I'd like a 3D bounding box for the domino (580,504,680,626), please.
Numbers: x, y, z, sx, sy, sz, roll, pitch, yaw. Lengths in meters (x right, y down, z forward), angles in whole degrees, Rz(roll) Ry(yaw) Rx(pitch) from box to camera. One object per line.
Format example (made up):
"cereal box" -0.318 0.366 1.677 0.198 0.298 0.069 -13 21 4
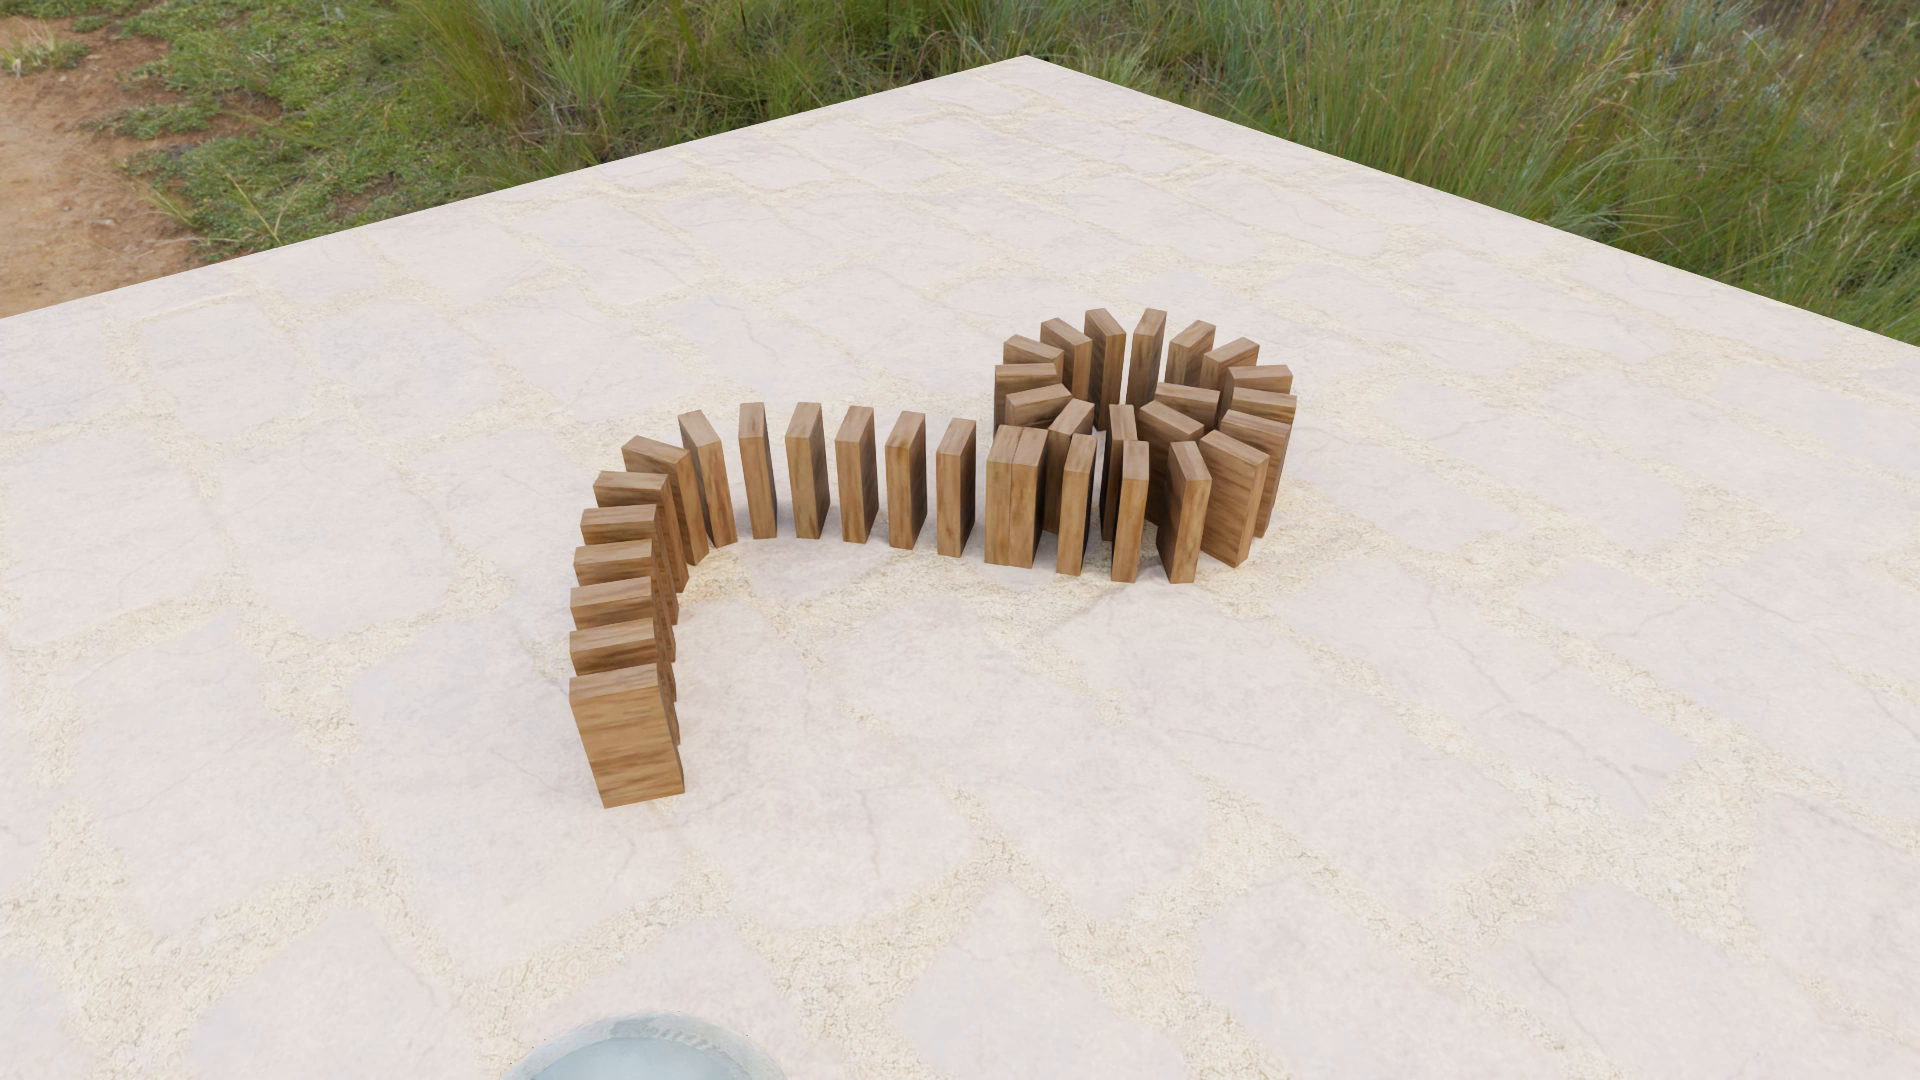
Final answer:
"domino" -0.119 0.010 0.399 0.025 0.050 0.010 -4 39 -5

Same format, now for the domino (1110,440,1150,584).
"domino" 0.065 -0.011 0.424 0.009 0.050 0.025 5 40 6

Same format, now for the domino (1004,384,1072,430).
"domino" 0.032 -0.039 0.459 0.025 0.050 0.010 -14 41 -16

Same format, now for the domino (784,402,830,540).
"domino" -0.061 -0.028 0.445 0.009 0.050 0.025 3 39 4

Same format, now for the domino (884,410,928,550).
"domino" -0.021 -0.024 0.440 0.010 0.050 0.025 8 40 10

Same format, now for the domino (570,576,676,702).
"domino" -0.112 0.036 0.368 0.025 0.050 0.009 -9 40 -11

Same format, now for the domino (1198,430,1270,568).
"domino" 0.104 -0.016 0.430 0.025 0.050 0.010 32 49 33

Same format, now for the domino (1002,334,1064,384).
"domino" 0.032 -0.064 0.490 0.025 0.050 0.010 25 45 27

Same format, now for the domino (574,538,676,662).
"domino" -0.116 0.023 0.383 0.025 0.050 0.009 -6 40 -8

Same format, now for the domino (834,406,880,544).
"domino" -0.041 -0.026 0.443 0.010 0.050 0.025 6 40 7

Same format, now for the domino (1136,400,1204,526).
"domino" 0.083 -0.029 0.447 0.009 0.050 0.025 -30 48 -31

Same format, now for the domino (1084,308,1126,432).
"domino" 0.065 -0.078 0.507 0.010 0.050 0.025 -11 41 -13

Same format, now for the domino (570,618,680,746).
"domino" -0.107 0.048 0.353 0.025 0.050 0.009 -10 40 -12

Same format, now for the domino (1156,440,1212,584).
"domino" 0.086 -0.010 0.424 0.009 0.050 0.025 -3 39 -4

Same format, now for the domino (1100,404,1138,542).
"domino" 0.063 -0.027 0.444 0.009 0.050 0.025 2 39 2

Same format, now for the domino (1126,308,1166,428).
"domino" 0.085 -0.078 0.507 0.009 0.050 0.025 14 41 16

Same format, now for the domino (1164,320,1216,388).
"domino" 0.102 -0.071 0.499 0.009 0.050 0.025 27 46 29

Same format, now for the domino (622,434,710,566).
"domino" -0.115 -0.015 0.430 0.025 0.050 0.009 17 42 19

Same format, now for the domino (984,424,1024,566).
"domino" 0.017 -0.017 0.432 0.009 0.050 0.025 8 40 10

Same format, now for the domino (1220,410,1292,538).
"domino" 0.115 -0.026 0.443 0.025 0.050 0.009 18 43 21

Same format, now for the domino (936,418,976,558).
"domino" -0.001 -0.020 0.436 0.009 0.050 0.025 9 40 11

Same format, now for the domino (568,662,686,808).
"domino" -0.101 0.061 0.337 0.025 0.050 0.010 -9 40 -11

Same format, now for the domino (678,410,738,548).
"domino" -0.101 -0.024 0.441 0.009 0.050 0.025 -19 43 -22

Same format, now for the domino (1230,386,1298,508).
"domino" 0.123 -0.038 0.458 0.025 0.050 0.010 10 40 12

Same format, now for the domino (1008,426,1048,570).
"domino" 0.027 -0.016 0.431 0.009 0.050 0.025 9 40 10

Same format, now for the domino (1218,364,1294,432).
"domino" 0.125 -0.051 0.474 0.025 0.050 0.009 -3 39 -4

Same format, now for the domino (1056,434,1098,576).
"domino" 0.045 -0.013 0.428 0.010 0.050 0.025 8 40 10

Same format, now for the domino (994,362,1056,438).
"domino" 0.027 -0.052 0.475 0.025 0.050 0.009 -2 39 -3

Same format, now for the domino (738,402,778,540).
"domino" -0.082 -0.028 0.445 0.009 0.050 0.025 -5 40 -5

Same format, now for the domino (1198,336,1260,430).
"domino" 0.117 -0.062 0.488 0.025 0.050 0.009 -26 46 -28

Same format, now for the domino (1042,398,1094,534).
"domino" 0.044 -0.029 0.447 0.009 0.050 0.025 18 43 21

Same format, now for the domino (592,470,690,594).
"domino" -0.119 -0.002 0.414 0.025 0.050 0.009 3 39 4

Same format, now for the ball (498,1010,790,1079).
"ball" -0.066 0.138 0.220 0.080 0.080 0.080 0 39 0

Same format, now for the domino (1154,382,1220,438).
"domino" 0.092 -0.040 0.461 0.025 0.050 0.010 11 41 13

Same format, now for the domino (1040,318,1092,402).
"domino" 0.047 -0.073 0.500 0.010 0.050 0.025 -23 44 -25
